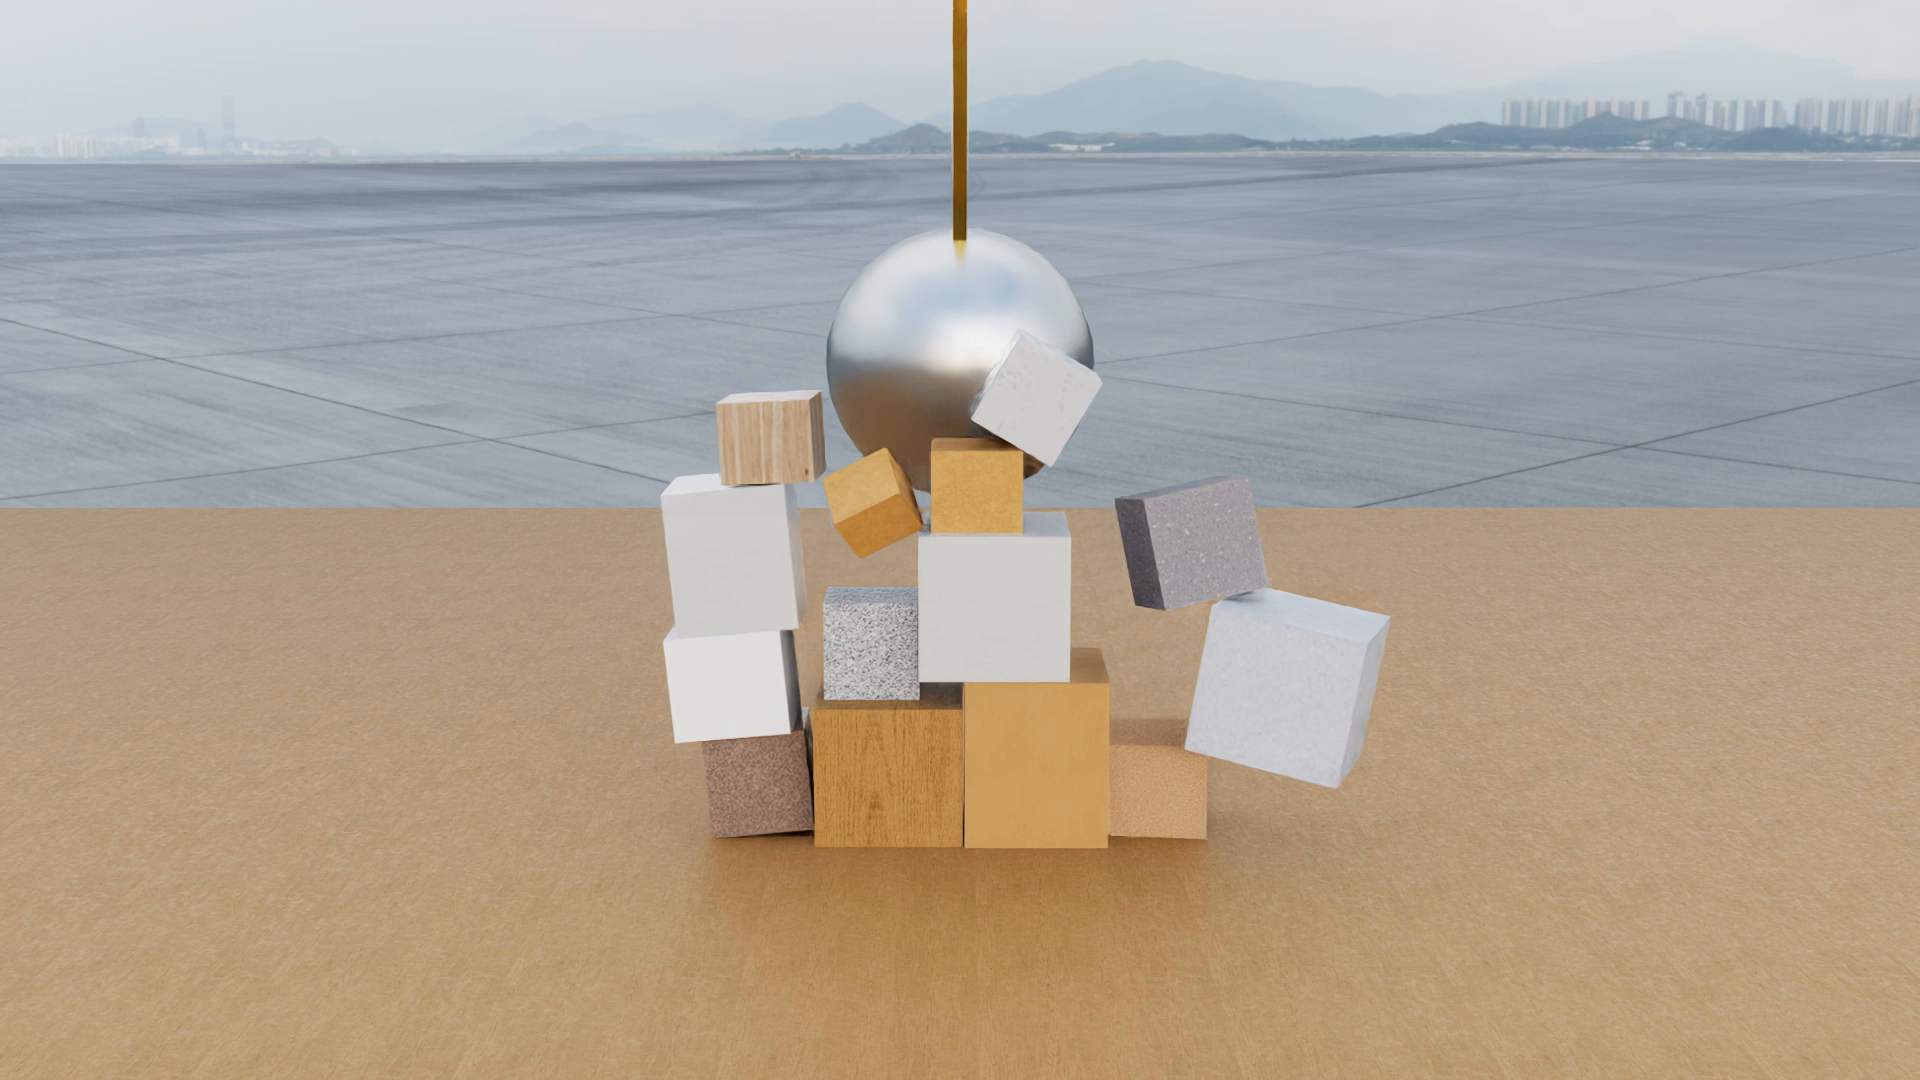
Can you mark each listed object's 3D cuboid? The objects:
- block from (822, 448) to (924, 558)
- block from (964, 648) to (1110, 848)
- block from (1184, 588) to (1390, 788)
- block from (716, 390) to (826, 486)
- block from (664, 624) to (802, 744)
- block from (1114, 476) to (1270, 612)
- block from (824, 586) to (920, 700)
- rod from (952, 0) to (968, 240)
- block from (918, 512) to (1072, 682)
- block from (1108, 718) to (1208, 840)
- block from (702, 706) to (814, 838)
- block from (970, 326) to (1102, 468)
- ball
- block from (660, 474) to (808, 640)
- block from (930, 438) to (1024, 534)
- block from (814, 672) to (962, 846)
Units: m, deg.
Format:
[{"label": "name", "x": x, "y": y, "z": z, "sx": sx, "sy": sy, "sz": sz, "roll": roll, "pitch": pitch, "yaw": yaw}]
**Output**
[{"label": "block", "x": -0.435, "y": -0.184, "z": 10.997, "sx": 0.364, "sy": 0.296, "sz": 0.333, "roll": -26, "pitch": 46, "yaw": 9}, {"label": "block", "x": 0.383, "y": 1.060, "z": 11.358, "sx": 0.720, "sy": 0.850, "sz": 0.781, "roll": 0, "pitch": 10, "yaw": 0}, {"label": "block", "x": 1.666, "y": 0.719, "z": 11.150, "sx": 0.781, "sy": 0.743, "sz": 0.753, "roll": 13, "pitch": 12, "yaw": 17}, {"label": "block", "x": -0.944, "y": -0.515, "z": 11.053, "sx": 0.465, "sy": 0.411, "sz": 0.406, "roll": -2, "pitch": 10, "yaw": 6}, {"label": "block", "x": -1.160, "y": 0.690, "z": 11.297, "sx": 0.586, "sy": 0.530, "sz": 0.544, "roll": -5, "pitch": 10, "yaw": 3}, {"label": "block", "x": 1.178, "y": 0.011, "z": 11.229, "sx": 0.563, "sy": 0.568, "sz": 0.484, "roll": -13, "pitch": 4, "yaw": -13}, {"label": "block", "x": -0.446, "y": 0.527, "z": 11.294, "sx": 0.482, "sy": 0.500, "sz": 0.418, "roll": 0, "pitch": 10, "yaw": 0}, {"label": "rod", "x": 0.000, "y": -3.984, "z": 11.370, "sx": 0.080, "sy": 5.200, "sz": 0.080, "roll": 0, "pitch": 31, "yaw": 0}, {"label": "block", "x": 0.171, "y": 0.279, "z": 11.231, "sx": 0.751, "sy": 0.733, "sz": 0.746, "roll": 0, "pitch": 10, "yaw": 0}, {"label": "block", "x": 1.021, "y": 1.234, "z": 11.425, "sx": 0.510, "sy": 0.485, "sz": 0.527, "roll": 1, "pitch": 10, "yaw": 5}, {"label": "block", "x": -1.027, "y": 1.198, "z": 11.387, "sx": 0.522, "sy": 0.522, "sz": 0.476, "roll": -5, "pitch": 10, "yaw": 0}, {"label": "block", "x": 0.376, "y": -0.724, "z": 11.044, "sx": 0.469, "sy": 0.485, "sz": 0.456, "roll": 30, "pitch": 9, "yaw": -5}, {"label": "ball", "x": 0.000, "y": -1.055, "z": 13.097, "sx": 1.600, "sy": 1.600, "sz": 1.600, "roll": 0, "pitch": 10, "yaw": 0}, {"label": "block", "x": -1.141, "y": 0.057, "z": 11.228, "sx": 0.612, "sy": 0.732, "sz": 0.608, "roll": -5, "pitch": 10, "yaw": 1}, {"label": "block", "x": 0.084, "y": -0.280, "z": 11.115, "sx": 0.455, "sy": 0.410, "sz": 0.496, "roll": 0, "pitch": 10, "yaw": 0}, {"label": "block", "x": -0.359, "y": 1.124, "z": 11.398, "sx": 0.745, "sy": 0.711, "sz": 0.794, "roll": 0, "pitch": 10, "yaw": 0}]
